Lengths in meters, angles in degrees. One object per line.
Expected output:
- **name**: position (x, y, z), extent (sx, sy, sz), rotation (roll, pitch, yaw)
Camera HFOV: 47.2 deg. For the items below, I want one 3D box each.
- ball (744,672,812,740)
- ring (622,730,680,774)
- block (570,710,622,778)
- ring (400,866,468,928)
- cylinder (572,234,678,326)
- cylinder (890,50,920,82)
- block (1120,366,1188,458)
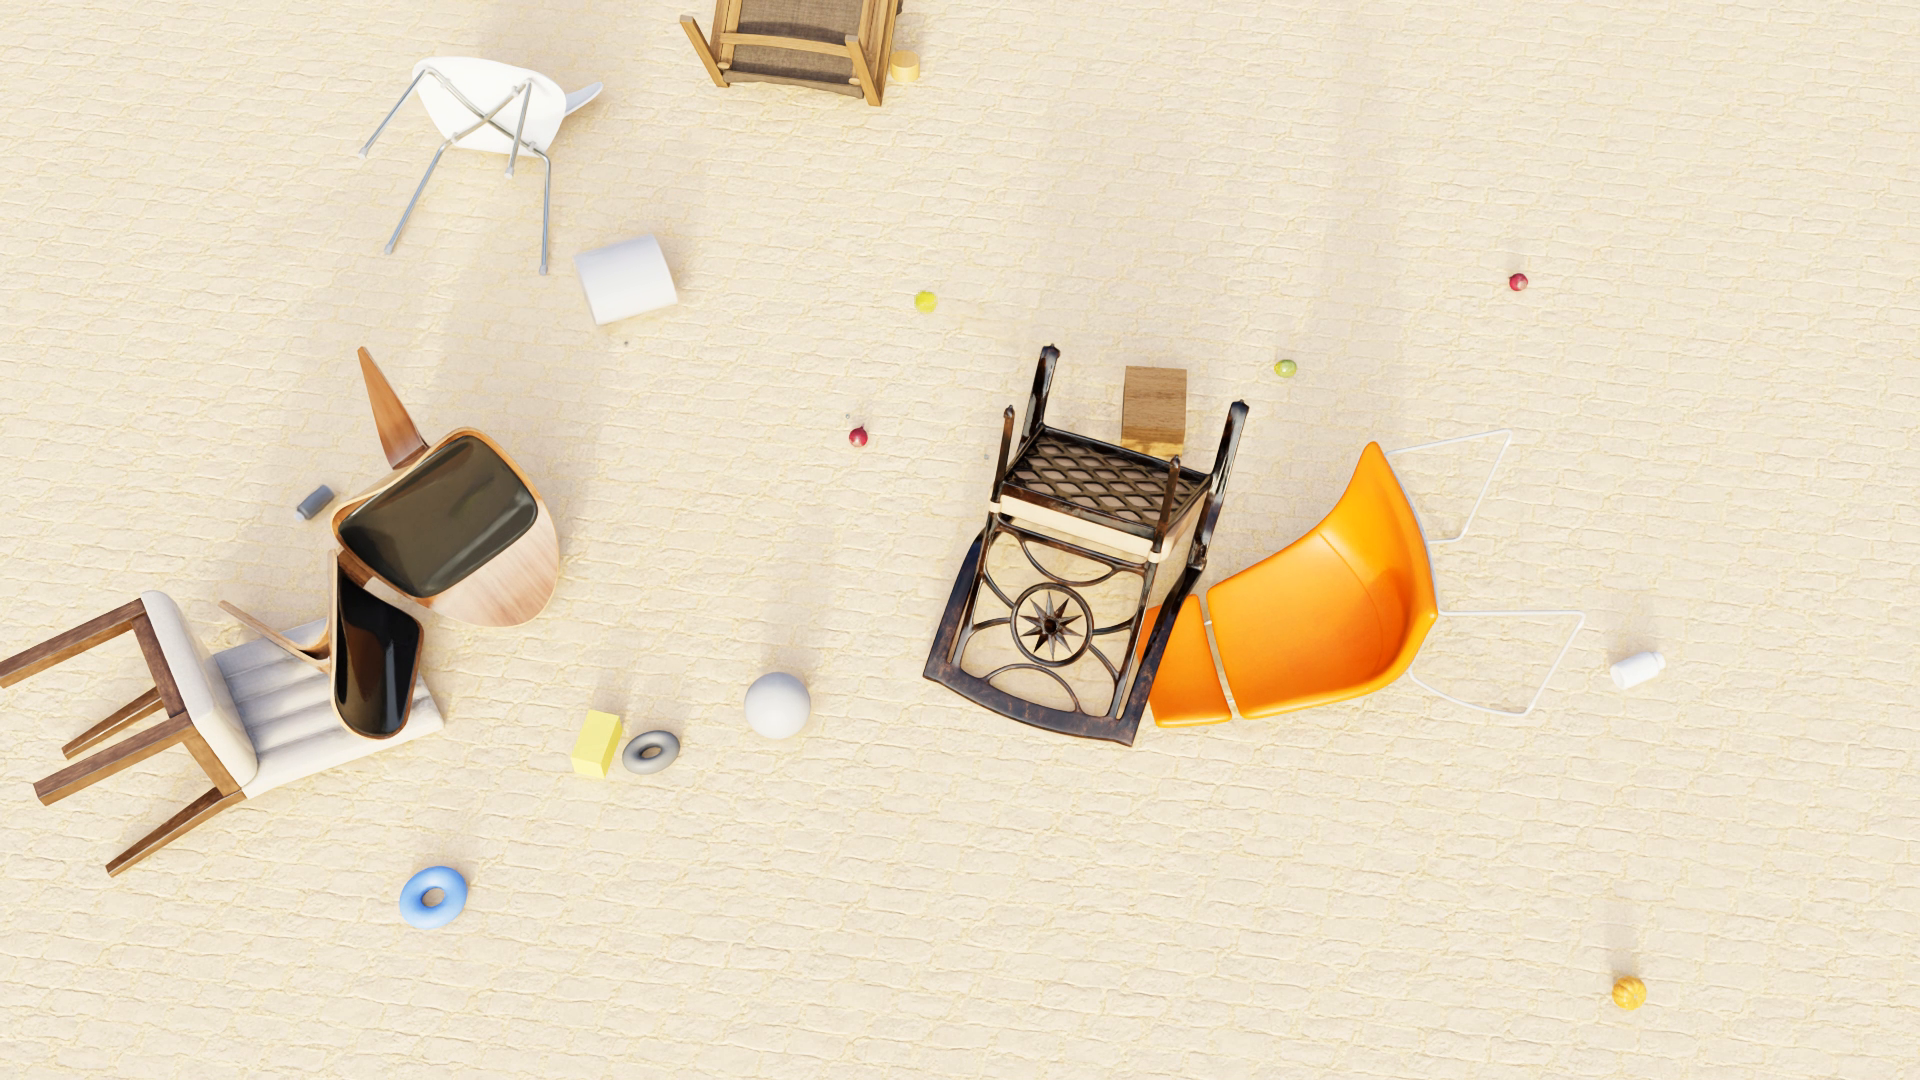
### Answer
- **ball**: position (-0.510, 0.463, 6.149), extent (0.189, 0.189, 0.189), rotation (0, 56, 0)
- **ring**: position (-0.862, 0.593, 6.139), extent (0.168, 0.063, 0.120), rotation (-21, 60, -12)
- **block**: position (-1.013, 0.569, 6.139), extent (0.087, 0.087, 0.156), rotation (12, 57, 8)
- **ring**: position (-1.412, 0.959, 5.897), extent (0.173, 0.056, 0.188), rotation (37, 63, 23)
- **cylinder**: position (-1.074, -0.833, 7.033), extent (0.265, 0.163, 0.295), rotation (-18, 53, -12)
- **cylinder**: position (-0.191, -1.644, 7.634), extent (0.100, 0.071, 0.087), rotation (5, 56, 3)
- **block**: position (0.595, -0.395, 6.752), extent (0.188, 0.145, 0.231), rotation (4, 56, 3)
